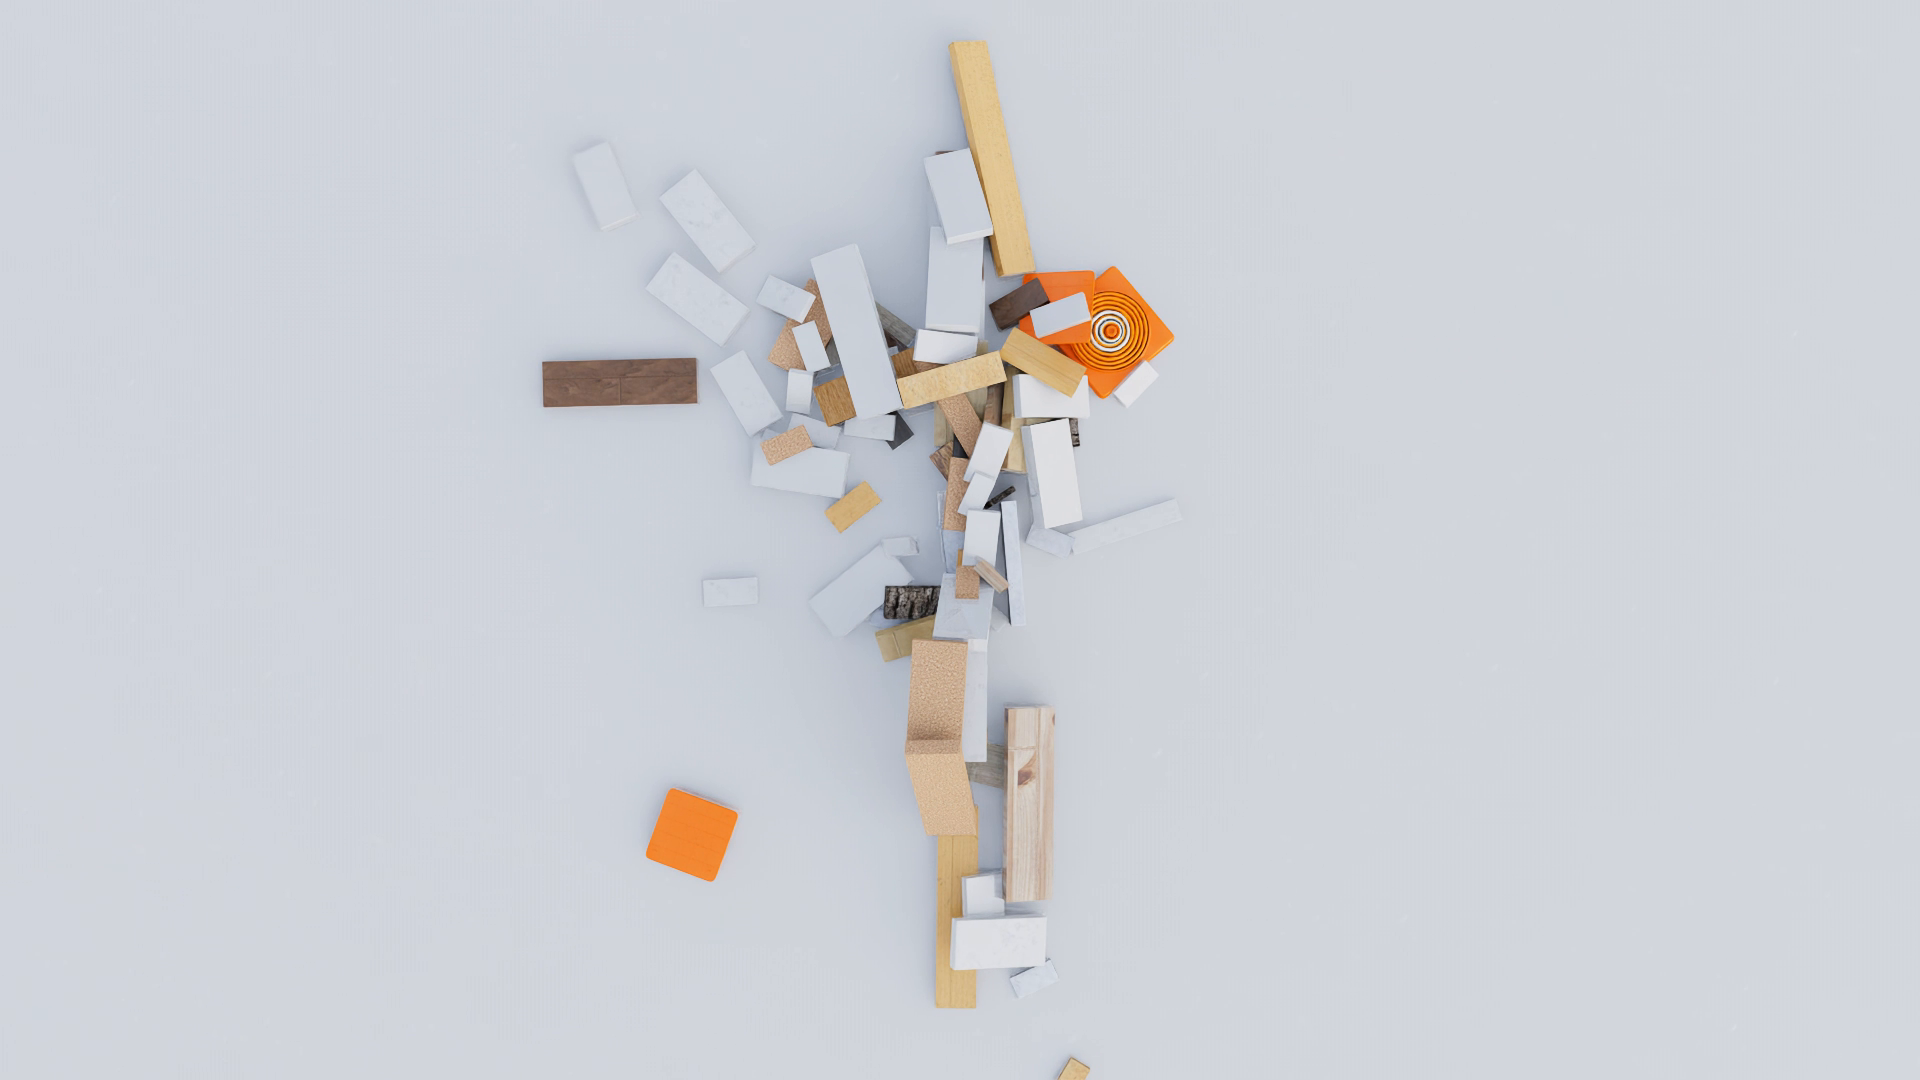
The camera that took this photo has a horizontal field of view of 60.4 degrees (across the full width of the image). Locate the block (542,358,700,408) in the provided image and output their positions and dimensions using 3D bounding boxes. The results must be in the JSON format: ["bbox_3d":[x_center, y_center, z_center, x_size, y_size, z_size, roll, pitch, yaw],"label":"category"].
[{"bbox_3d":[-1.126,-0.521,5.479,0.510,0.043,0.152,-1,90,0],"label":"block"}]

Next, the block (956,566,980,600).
[{"bbox_3d":[0.024,0.136,5.290,0.075,0.149,0.021,1,125,1],"label":"block"}]

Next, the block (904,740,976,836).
[{"bbox_3d":[-0.055,0.788,5.208,0.167,0.577,0.047,-2,55,5],"label":"block"}]

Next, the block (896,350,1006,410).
[{"bbox_3d":[-0.027,-0.516,5.317,0.342,0.028,0.099,-16,99,3],"label":"block"}]

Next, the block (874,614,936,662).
[{"bbox_3d":[-0.165,0.326,5.461,0.212,0.030,0.106,-17,119,0],"label":"block"}]

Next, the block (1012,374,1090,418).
[{"bbox_3d":[0.300,-0.469,5.397,0.275,0.039,0.137,-3,89,-33],"label":"block"}]

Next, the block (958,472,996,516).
[{"bbox_3d":[0.053,-0.142,5.330,0.072,0.020,0.143,23,104,-6],"label":"block"}]

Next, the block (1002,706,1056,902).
[{"bbox_3d":[0.227,0.870,5.442,0.160,0.045,0.638,0,93,-15],"label":"block"}]

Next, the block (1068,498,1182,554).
[{"bbox_3d":[0.549,-0.044,5.489,0.378,0.021,0.075,-18,90,0],"label":"block"}]

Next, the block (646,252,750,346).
[{"bbox_3d":[-0.871,-0.799,5.478,0.311,0.044,0.156,37,90,0],"label":"block"}]

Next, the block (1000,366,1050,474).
[{"bbox_3d":[0.217,-0.389,5.407,0.170,0.048,0.339,9,84,-39],"label":"block"}]

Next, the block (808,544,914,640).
[{"bbox_3d":[-0.328,0.170,5.468,0.320,0.045,0.160,-39,83,0],"label":"block"}]

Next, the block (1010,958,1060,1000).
[{"bbox_3d":[0.248,1.460,5.489,0.149,0.021,0.075,-25,90,0],"label":"block"}]

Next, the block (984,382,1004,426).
[{"bbox_3d":[0.125,-0.398,5.410,0.100,0.028,0.259,28,61,-41],"label":"block"}]

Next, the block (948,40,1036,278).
[{"bbox_3d":[0.106,-1.261,5.452,0.129,0.036,0.780,-12,90,-31],"label":"block"}]

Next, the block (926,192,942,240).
[{"bbox_3d":[-0.025,-0.993,5.435,0.153,0.043,0.307,-3,90,0],"label":"block"}]

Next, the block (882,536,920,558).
[{"bbox_3d":[-0.197,0.023,5.460,0.120,0.017,0.060,-5,69,-23],"label":"block"}]

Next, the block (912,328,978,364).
[{"bbox_3d":[-0.046,-0.619,5.327,0.199,0.028,0.099,5,98,-16],"label":"block"}]

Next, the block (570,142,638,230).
[{"bbox_3d":[-1.181,-1.176,5.482,0.129,0.036,0.257,-23,90,0],"label":"block"}]

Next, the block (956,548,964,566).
[{"bbox_3d":[0.019,0.173,5.432,0.072,0.020,0.284,4,101,0],"label":"block"}]

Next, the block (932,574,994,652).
[{"bbox_3d":[0.014,0.227,5.218,0.167,0.335,0.047,4,124,4],"label":"block"}]

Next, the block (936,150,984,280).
[{"bbox_3d":[-0.001,-1.073,5.478,0.153,0.043,0.428,-1,90,0],"label":"block"}]

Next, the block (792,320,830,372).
[{"bbox_3d":[-0.488,-0.633,5.416,0.078,0.022,0.157,-20,90,0],"label":"block"}]

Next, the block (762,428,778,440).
[{"bbox_3d":[-0.584,-0.301,5.488,0.167,0.024,0.083,23,90,0],"label":"block"}]

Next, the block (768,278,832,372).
[{"bbox_3d":[-0.498,-0.693,5.448,0.152,0.043,0.303,28,90,0],"label":"block"}]

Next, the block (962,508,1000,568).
[{"bbox_3d":[0.054,0.137,5.382,0.106,0.030,0.483,6,106,0],"label":"block"}]

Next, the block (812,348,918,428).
[{"bbox_3d":[-0.287,-0.503,5.418,0.372,0.039,0.137,-21,91,12],"label":"block"}]

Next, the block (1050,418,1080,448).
[{"bbox_3d":[0.344,-0.400,5.487,0.093,0.026,0.186,-5,90,0],"label":"block"}]

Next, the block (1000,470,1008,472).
[{"bbox_3d":[0.135,-0.271,5.488,0.317,0.025,0.088,-6,90,0],"label":"block"}]

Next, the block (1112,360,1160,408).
[{"bbox_3d":[0.582,-0.520,5.471,0.149,0.021,0.075,-46,116,2],"label":"block"}]

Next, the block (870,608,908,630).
[{"bbox_3d":[-0.234,0.270,5.491,0.120,0.017,0.060,18,90,0],"label":"block"}]

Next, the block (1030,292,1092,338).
[{"bbox_3d":[0.328,-0.735,5.392,0.186,0.026,0.093,-18,73,16],"label":"block"}]

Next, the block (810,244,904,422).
[{"bbox_3d":[-0.332,-0.676,5.377,0.156,0.044,0.556,-17,87,12],"label":"block"}]

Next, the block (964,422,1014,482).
[{"bbox_3d":[0.091,-0.272,5.316,0.100,0.028,0.201,18,110,-8],"label":"block"}]

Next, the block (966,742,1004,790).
[{"bbox_3d":[0.096,0.745,5.481,0.268,0.038,0.134,14,90,0],"label":"block"}]

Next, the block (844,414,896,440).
[{"bbox_3d":[-0.298,-0.381,5.465,0.167,0.024,0.083,8,100,10],"label":"block"}]

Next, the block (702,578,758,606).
[{"bbox_3d":[-0.763,0.173,5.488,0.175,0.025,0.088,-3,90,0],"label":"block"}]

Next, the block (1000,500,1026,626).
[{"bbox_3d":[0.174,0.076,5.415,0.048,0.170,0.405,-5,90,0],"label":"block"}]

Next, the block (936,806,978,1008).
[{"bbox_3d":[-0.009,1.218,5.481,0.134,0.038,0.667,1,90,0],"label":"block"}]

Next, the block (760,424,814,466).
[{"bbox_3d":[-0.570,-0.312,5.422,0.157,0.022,0.078,-24,90,0],"label":"block"}]
